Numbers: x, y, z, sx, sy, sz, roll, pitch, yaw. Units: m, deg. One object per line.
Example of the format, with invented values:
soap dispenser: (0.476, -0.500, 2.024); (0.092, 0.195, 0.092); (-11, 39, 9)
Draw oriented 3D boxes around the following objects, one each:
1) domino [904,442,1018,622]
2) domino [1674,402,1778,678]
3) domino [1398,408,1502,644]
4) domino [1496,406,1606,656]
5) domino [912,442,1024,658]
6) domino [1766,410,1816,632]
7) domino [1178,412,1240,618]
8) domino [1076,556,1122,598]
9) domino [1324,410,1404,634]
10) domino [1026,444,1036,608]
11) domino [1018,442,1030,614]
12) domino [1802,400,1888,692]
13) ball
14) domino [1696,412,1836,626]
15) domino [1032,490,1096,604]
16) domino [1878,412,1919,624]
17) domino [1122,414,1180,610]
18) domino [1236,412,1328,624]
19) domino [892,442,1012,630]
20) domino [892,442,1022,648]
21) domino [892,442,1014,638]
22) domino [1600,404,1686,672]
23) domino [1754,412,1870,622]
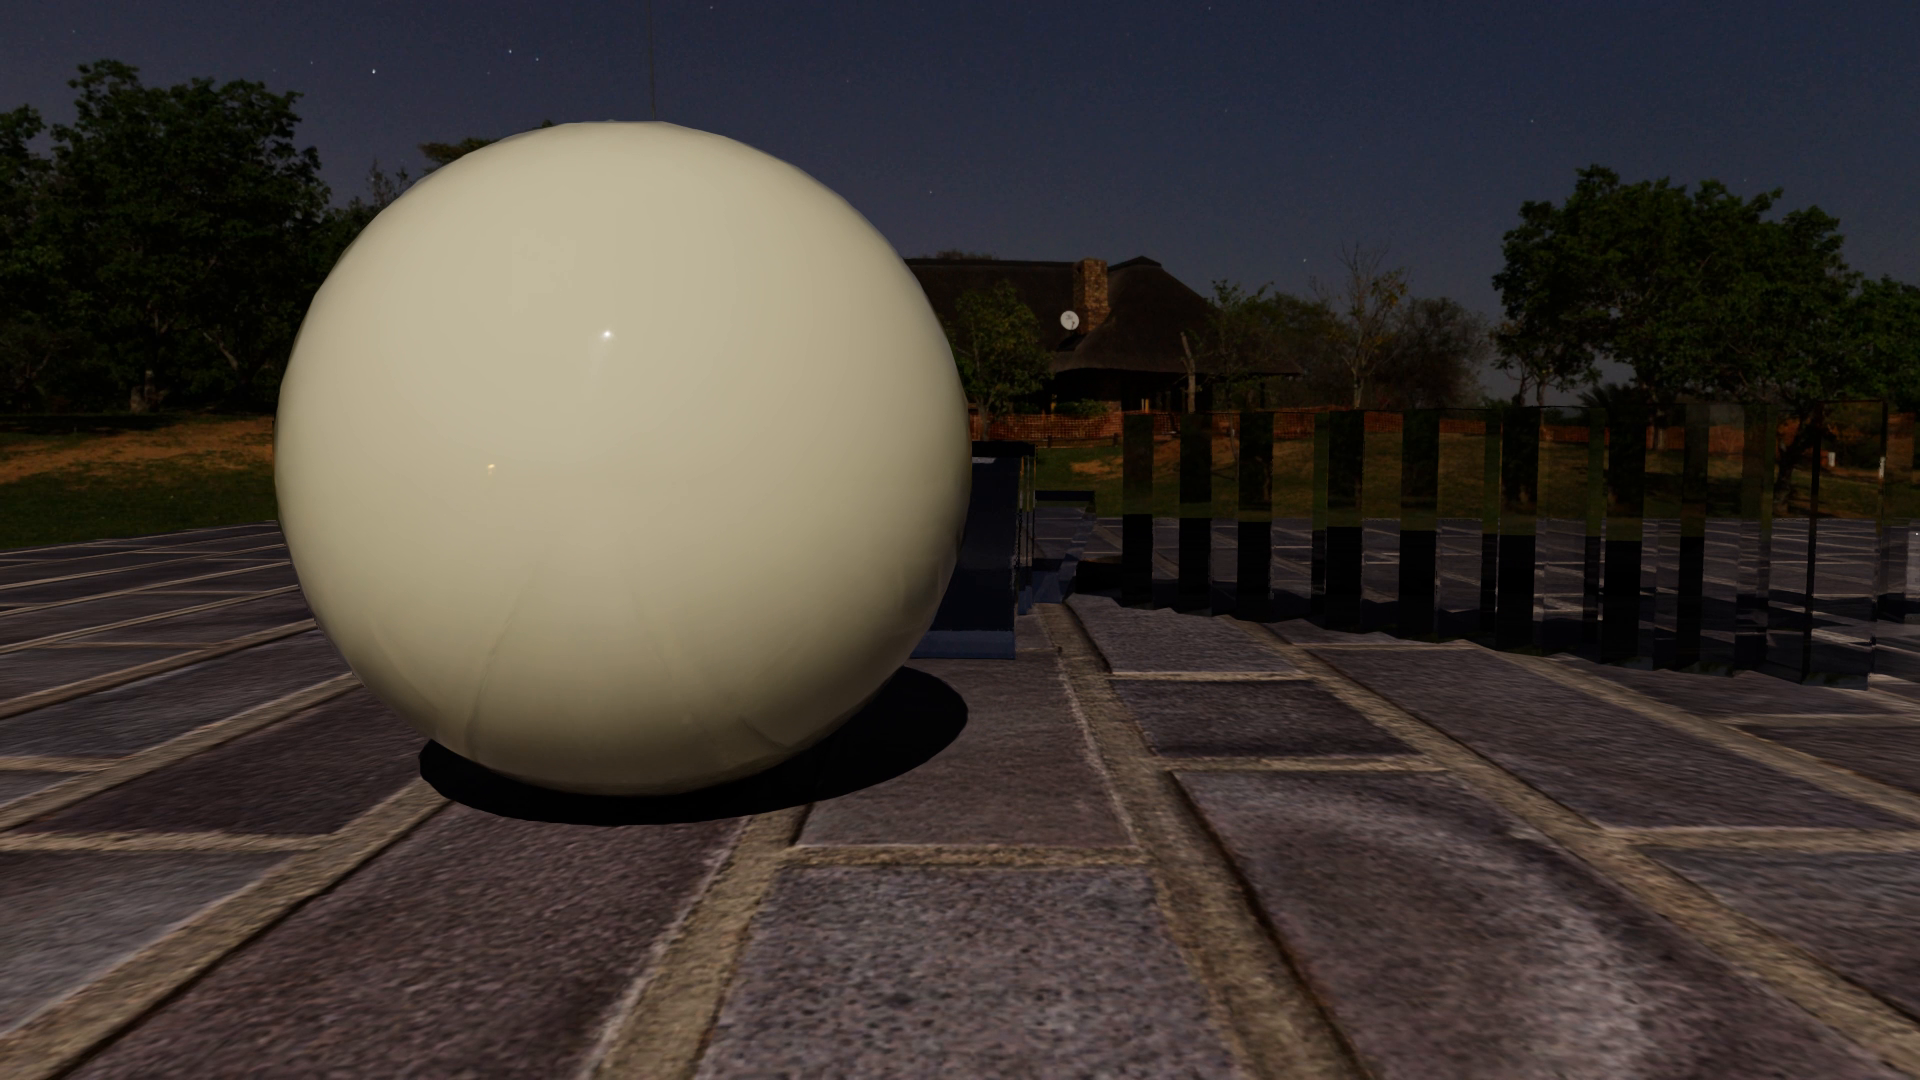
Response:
domino: (0.001, -0.003, 0.320); (0.025, 0.050, 0.010); (0, -39, 5)
domino: (0.146, -0.001, 0.244); (0.009, 0.050, 0.025); (4, 6, 44)
domino: (0.108, -0.004, 0.283); (0.025, 0.050, 0.010); (-4, 6, -41)
domino: (0.123, -0.002, 0.266); (0.025, 0.050, 0.010); (-4, 6, -40)
domino: (0.000, 0.001, 0.267); (0.025, 0.050, 0.010); (0, -39, 5)
domino: (0.185, -0.005, 0.299); (0.025, 0.050, 0.010); (3, 5, 35)
domino: (0.067, -0.007, 0.326); (0.010, 0.050, 0.025); (4, 6, 42)
domino: (0.059, 0.010, 0.374); (0.025, 0.010, 0.050); (4, 6, 41)
domino: (0.096, -0.005, 0.297); (0.025, 0.050, 0.009); (-4, 6, -42)
domino: (0.007, -0.005, 0.346); (0.025, 0.050, 0.009); (0, -40, 5)
domino: (0.005, -0.004, 0.333); (0.025, 0.050, 0.009); (0, -39, 4)
domino: (0.160, 0.000, 0.232); (0.009, 0.050, 0.025); (3, 5, 37)
ball: (-0.038, -0.009, 0.156); (0.080, 0.080, 0.080); (0, 4, 0)
domino: (0.195, -0.006, 0.311); (0.010, 0.050, 0.025); (-3, 5, -35)
domino: (0.021, 0.001, 0.365); (0.025, 0.009, 0.050); (1, 28, 18)
domino: (0.233, -0.006, 0.311); (0.009, 0.050, 0.025); (2, 5, 24)
domino: (0.054, -0.008, 0.339); (0.009, 0.050, 0.025); (3, 5, 39)
domino: (0.079, -0.006, 0.314); (0.010, 0.050, 0.025); (4, 6, 45)
domino: (-0.001, -0.002, 0.307); (0.025, 0.050, 0.010); (0, -39, 5)
domino: (0.000, 0.000, 0.280); (0.025, 0.050, 0.009); (0, -39, 5)
domino: (-0.001, -0.001, 0.294); (0.025, 0.050, 0.009); (0, -39, 4)
domino: (0.136, -0.001, 0.250); (0.025, 0.050, 0.009); (-3, 6, -39)
domino: (0.210, -0.006, 0.317); (0.010, 0.050, 0.025); (0, 4, -1)
